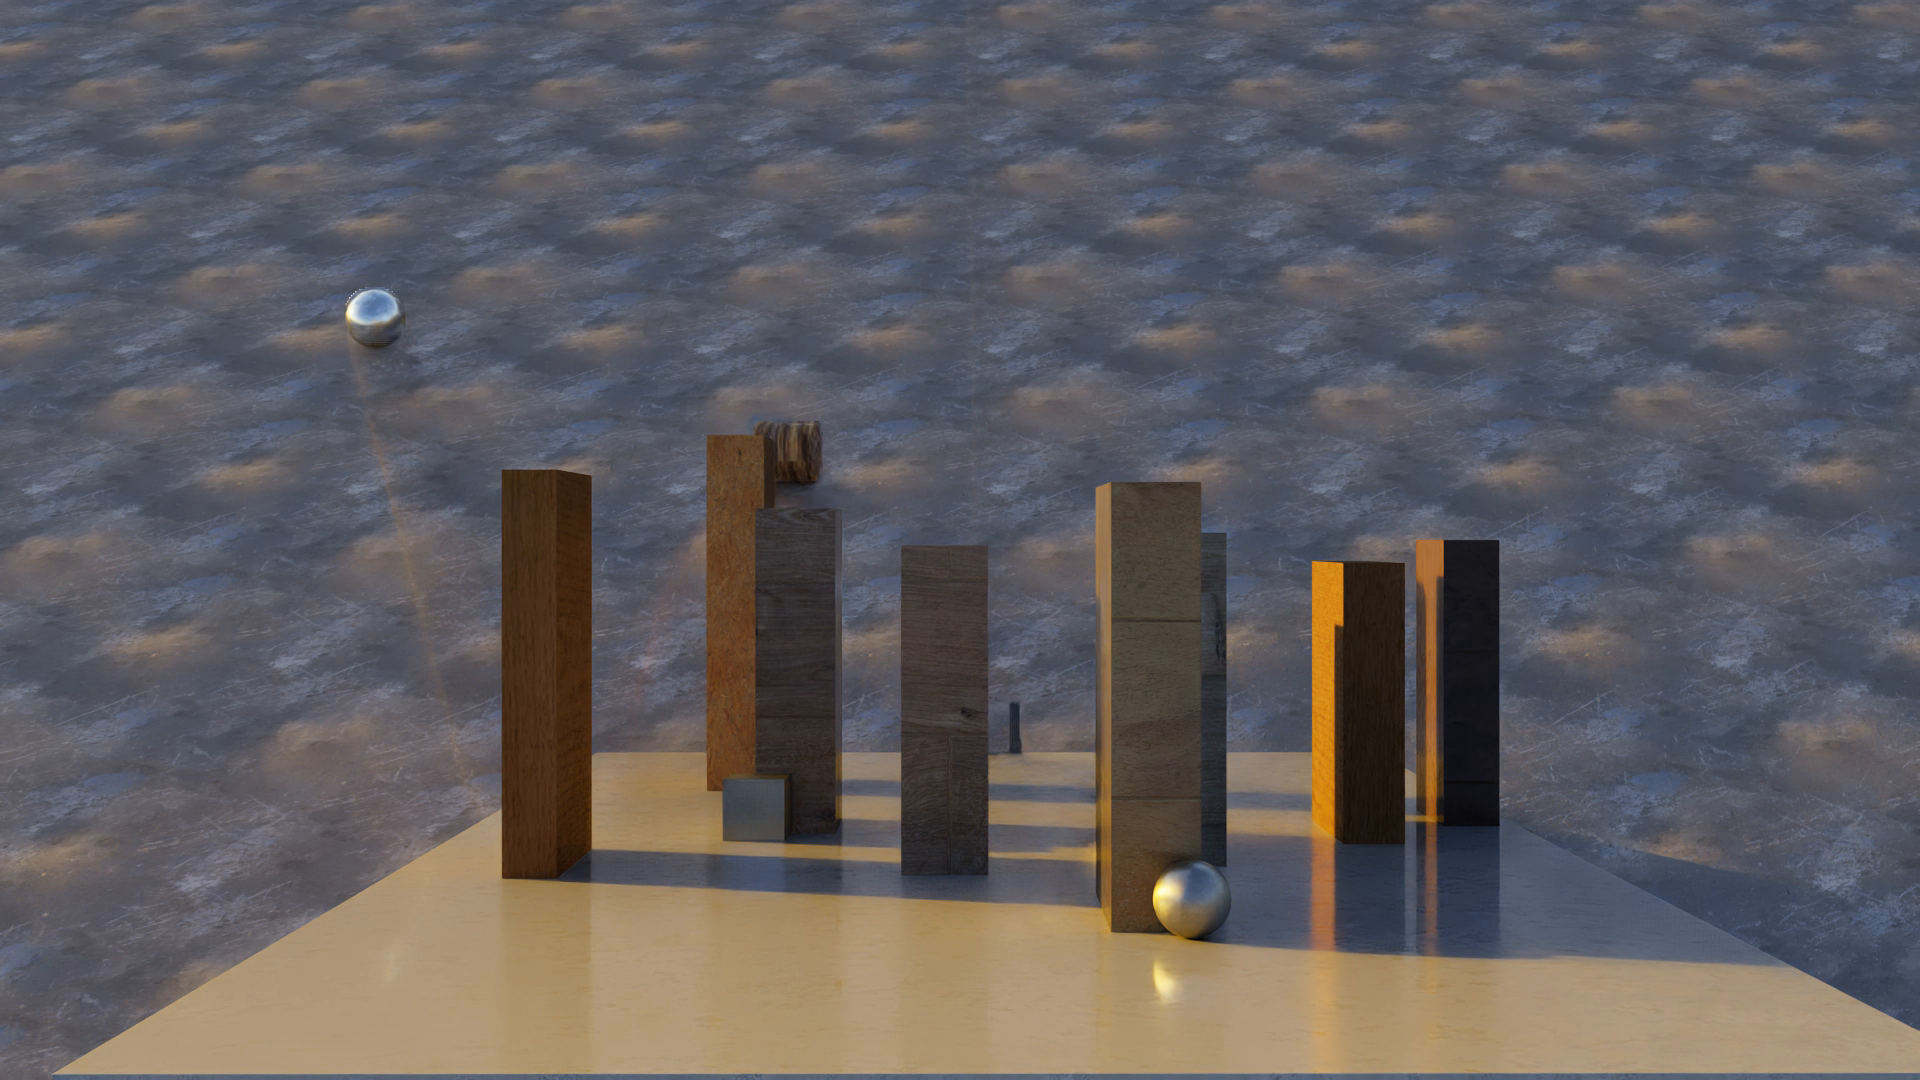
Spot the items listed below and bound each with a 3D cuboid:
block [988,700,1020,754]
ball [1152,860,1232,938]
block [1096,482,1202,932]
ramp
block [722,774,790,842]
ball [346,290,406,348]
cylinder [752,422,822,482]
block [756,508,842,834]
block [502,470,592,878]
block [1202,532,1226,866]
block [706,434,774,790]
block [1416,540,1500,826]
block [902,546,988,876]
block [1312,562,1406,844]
[{"bbox_3d":[0.070,0.481,6.651,0.131,0.131,0.131,0,0,-21],"label":"block"},{"bbox_3d":[0.319,0.493,3.555,0.108,0.108,0.108,0,30,0],"label":"ball"},{"bbox_3d":[0.273,0.233,3.809,0.126,0.628,0.400,0,0,0],"label":"block"},{"bbox_3d":[0.067,0.597,4.654,2.000,0.100,4.000,0,0,0],"label":"ramp"},{"bbox_3d":[-0.373,0.491,4.756,0.112,0.112,0.112,0,0,2],"label":"block"},{"bbox_3d":[-2.009,-0.760,8.896,0.203,0.203,0.203,0,30,0],"label":"ball"},{"bbox_3d":[-0.541,-0.273,8.057,0.186,0.186,0.186,1,30,8],"label":"cylinder"},{"bbox_3d":[-0.306,0.244,4.948,0.149,0.606,0.270,0,0,0],"label":"block"},{"bbox_3d":[-0.697,0.217,4.384,0.088,0.661,0.403,0,0,0],"label":"block"},{"bbox_3d":[0.401,0.267,4.513,0.089,0.559,0.371,0,0,0],"label":"block"},{"bbox_3d":[-0.490,0.159,5.808,0.125,0.776,0.327,0,0,0],"label":"block"},{"bbox_3d":[0.977,0.273,5.087,0.107,0.547,0.294,0,0,0],"label":"block"},{"bbox_3d":[-0.025,0.278,4.343,0.142,0.538,0.244,0,0,0],"label":"block"},{"bbox_3d":[0.744,0.294,4.853,0.111,0.505,0.409,0,0,0],"label":"block"}]
